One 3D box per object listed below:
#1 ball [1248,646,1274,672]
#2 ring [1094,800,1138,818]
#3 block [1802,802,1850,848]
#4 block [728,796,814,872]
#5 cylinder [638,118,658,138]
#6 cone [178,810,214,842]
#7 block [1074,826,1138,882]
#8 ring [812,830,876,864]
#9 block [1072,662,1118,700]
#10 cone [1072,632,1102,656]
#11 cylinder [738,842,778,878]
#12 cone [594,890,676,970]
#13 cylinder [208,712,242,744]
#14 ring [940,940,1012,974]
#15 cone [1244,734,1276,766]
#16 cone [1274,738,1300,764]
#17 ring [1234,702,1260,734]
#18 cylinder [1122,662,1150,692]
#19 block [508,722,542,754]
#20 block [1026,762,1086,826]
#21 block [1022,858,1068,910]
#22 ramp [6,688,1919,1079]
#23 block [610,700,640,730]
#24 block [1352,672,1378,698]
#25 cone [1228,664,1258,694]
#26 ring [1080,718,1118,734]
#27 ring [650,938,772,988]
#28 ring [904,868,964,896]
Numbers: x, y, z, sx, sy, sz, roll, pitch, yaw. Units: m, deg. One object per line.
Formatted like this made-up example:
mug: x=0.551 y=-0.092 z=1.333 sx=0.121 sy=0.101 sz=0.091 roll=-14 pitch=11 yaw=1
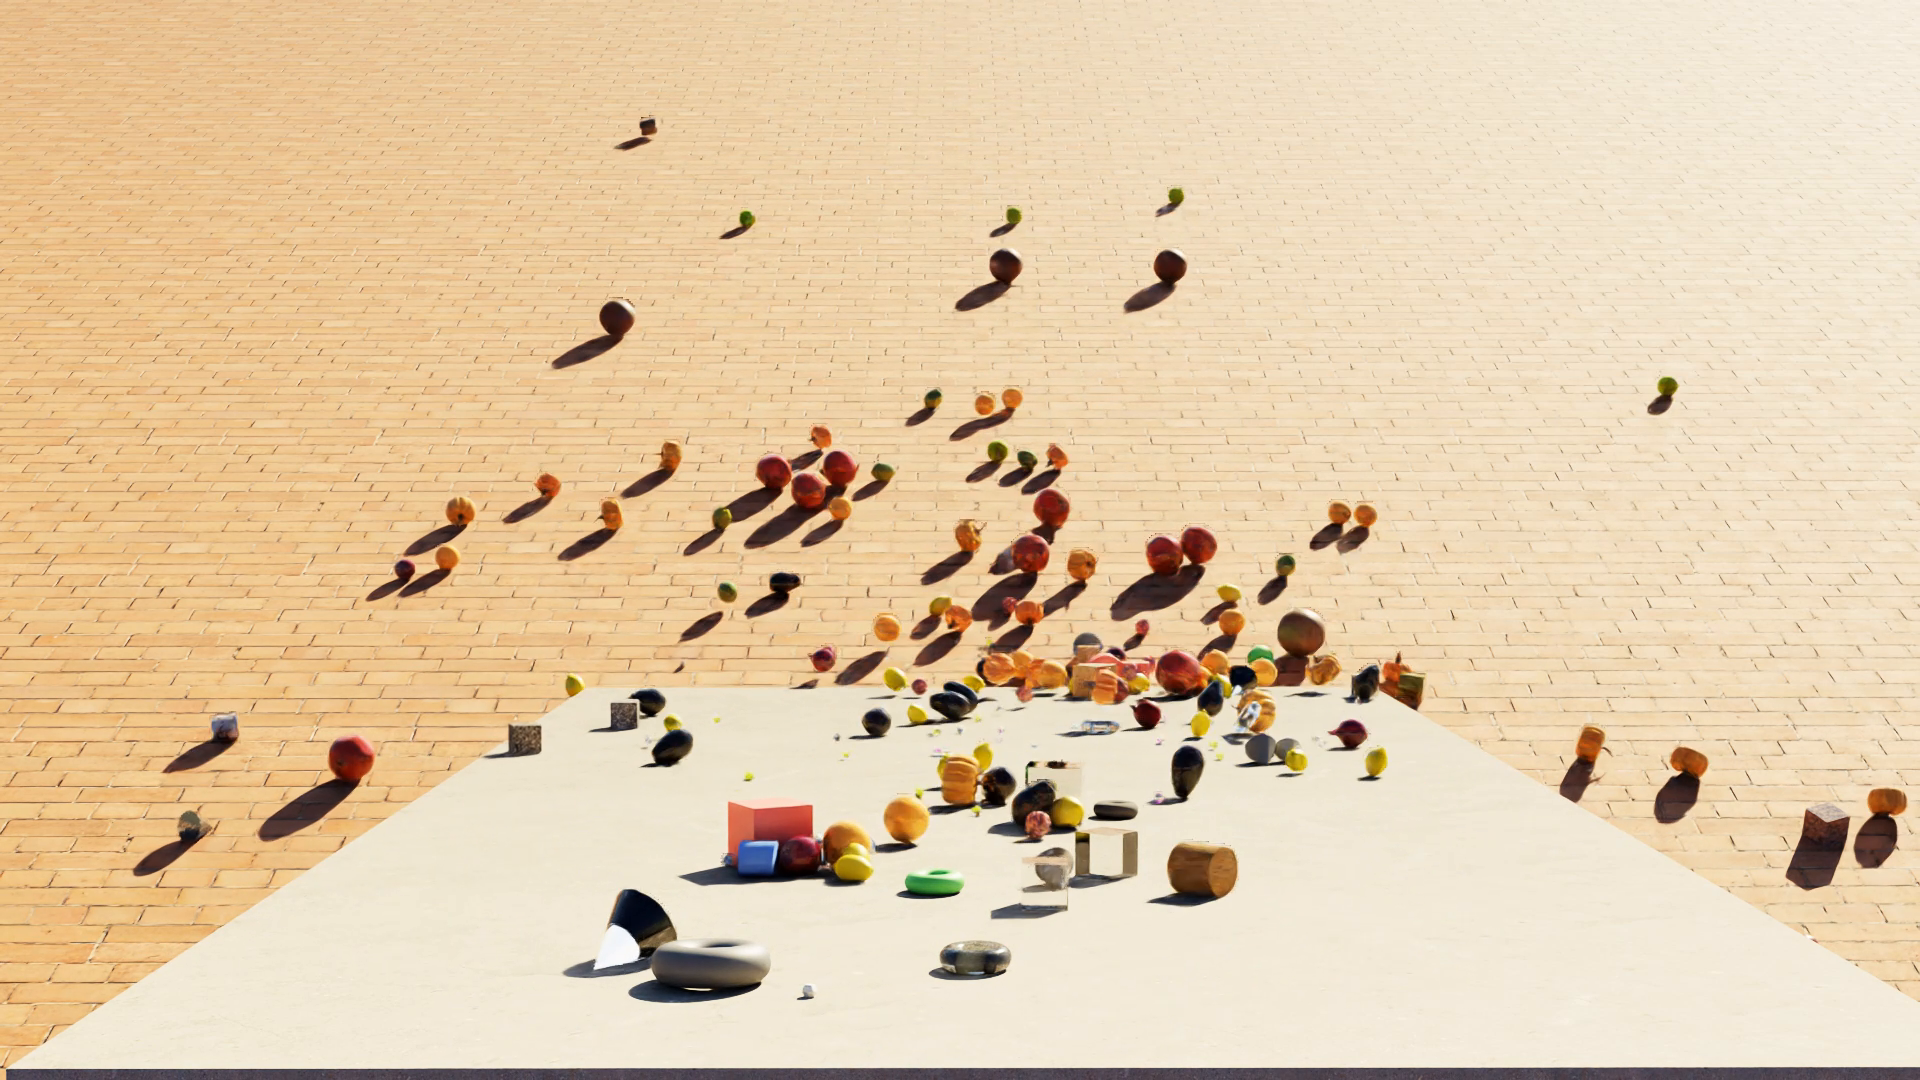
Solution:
ball: x=0.797 y=0.314 z=6.820 sx=0.070 sy=0.070 sz=0.070 roll=0 pitch=24 yaw=0
ring: x=0.258 y=0.446 z=4.262 sx=0.075 sy=0.025 sz=0.075 roll=1 pitch=1 yaw=0
block: x=2.025 y=0.667 z=6.024 sx=0.071 sy=0.071 sz=0.071 roll=-11 pitch=26 yaw=-23
block: x=-0.277 y=0.430 z=3.759 sx=0.094 sy=0.094 sz=0.094 roll=-1 pitch=2 yaw=-28
cylinder: x=-1.418 y=-1.879 z=11.728 sx=0.073 sy=0.073 sz=0.073 roll=-17 pitch=26 yaw=-2
cone: x=-1.783 y=0.675 z=6.054 sx=0.076 sy=0.076 sz=0.076 roll=16 pitch=2 yaw=31
block: x=0.209 y=0.448 z=3.677 sx=0.064 sy=0.064 sz=0.064 roll=2 pitch=3 yaw=43
ring: x=-0.181 y=0.456 z=3.819 sx=0.113 sy=0.038 sz=0.113 roll=-1 pitch=3 yaw=0
block: x=0.331 y=0.344 z=6.289 sx=0.079 sy=0.079 sz=0.079 roll=2 pitch=3 yaw=41
cone: x=0.342 y=0.288 z=6.921 sx=0.080 sy=0.080 sz=0.080 roll=0 pitch=-3 yaw=0
cylinder: x=-0.287 y=0.455 z=3.671 sx=0.051 sy=0.051 sz=0.051 roll=0 pitch=24 yaw=5
cone: x=-0.404 y=0.481 z=3.055 sx=0.096 sy=0.096 sz=0.096 roll=15 pitch=37 yaw=30
cylinder: x=-1.848 y=0.472 z=6.474 sx=0.062 sy=0.062 sz=0.062 roll=-22 pitch=30 yaw=-17
ring: x=0.018 y=0.490 z=3.021 sx=0.086 sy=0.029 sz=0.086 roll=-1 pitch=3 yaw=0
cone: x=0.586 y=0.418 z=4.959 sx=0.064 sy=0.064 sz=0.064 roll=-2 pitch=29 yaw=-6
cone: x=0.637 y=0.420 z=4.979 sx=0.053 sy=0.053 sz=0.053 roll=-1 pitch=29 yaw=-2
ring: x=0.601 y=0.371 z=5.382 sx=0.025 sy=0.076 sz=0.076 roll=37 pitch=26 yaw=-4
cylinder: x=0.442 y=0.342 z=6.474 sx=0.069 sy=0.069 sz=0.069 roll=0 pitch=2 yaw=0
block: x=-0.871 y=0.397 z=5.157 sx=0.057 sy=0.057 sz=0.057 roll=-1 pitch=2 yaw=-20
block: x=0.156 y=0.414 z=4.213 sx=0.092 sy=0.092 sz=0.092 roll=0 pitch=2 yaw=6
block: x=0.113 y=0.458 z=3.435 sx=0.061 sy=0.061 sz=0.061 roll=0 pitch=2 yaw=0
ramp: x=0.055 y=0.498 z=4.545 sx=2.000 sy=0.100 sz=4.000 roll=0 pitch=2 yaw=0
block: x=-0.729 y=0.380 z=5.611 sx=0.058 sy=0.058 sz=0.058 roll=0 pitch=2 yaw=-1
block: x=0.992 y=0.355 z=6.304 sx=0.054 sy=0.054 sz=0.054 roll=1 pitch=2 yaw=23
cone: x=0.686 y=0.362 z=6.375 sx=0.080 sy=0.080 sz=0.080 roll=12 pitch=34 yaw=25
ring: x=0.299 y=0.398 z=5.515 sx=0.083 sy=0.028 sz=0.083 roll=0 pitch=1 yaw=0
ring: x=-0.285 y=0.484 z=2.946 sx=0.137 sy=0.046 sz=0.137 roll=0 pitch=-2 yaw=0
ring: x=-0.035 y=0.471 z=3.548 sx=0.083 sy=0.028 sz=0.083 roll=-1 pitch=3 yaw=0
